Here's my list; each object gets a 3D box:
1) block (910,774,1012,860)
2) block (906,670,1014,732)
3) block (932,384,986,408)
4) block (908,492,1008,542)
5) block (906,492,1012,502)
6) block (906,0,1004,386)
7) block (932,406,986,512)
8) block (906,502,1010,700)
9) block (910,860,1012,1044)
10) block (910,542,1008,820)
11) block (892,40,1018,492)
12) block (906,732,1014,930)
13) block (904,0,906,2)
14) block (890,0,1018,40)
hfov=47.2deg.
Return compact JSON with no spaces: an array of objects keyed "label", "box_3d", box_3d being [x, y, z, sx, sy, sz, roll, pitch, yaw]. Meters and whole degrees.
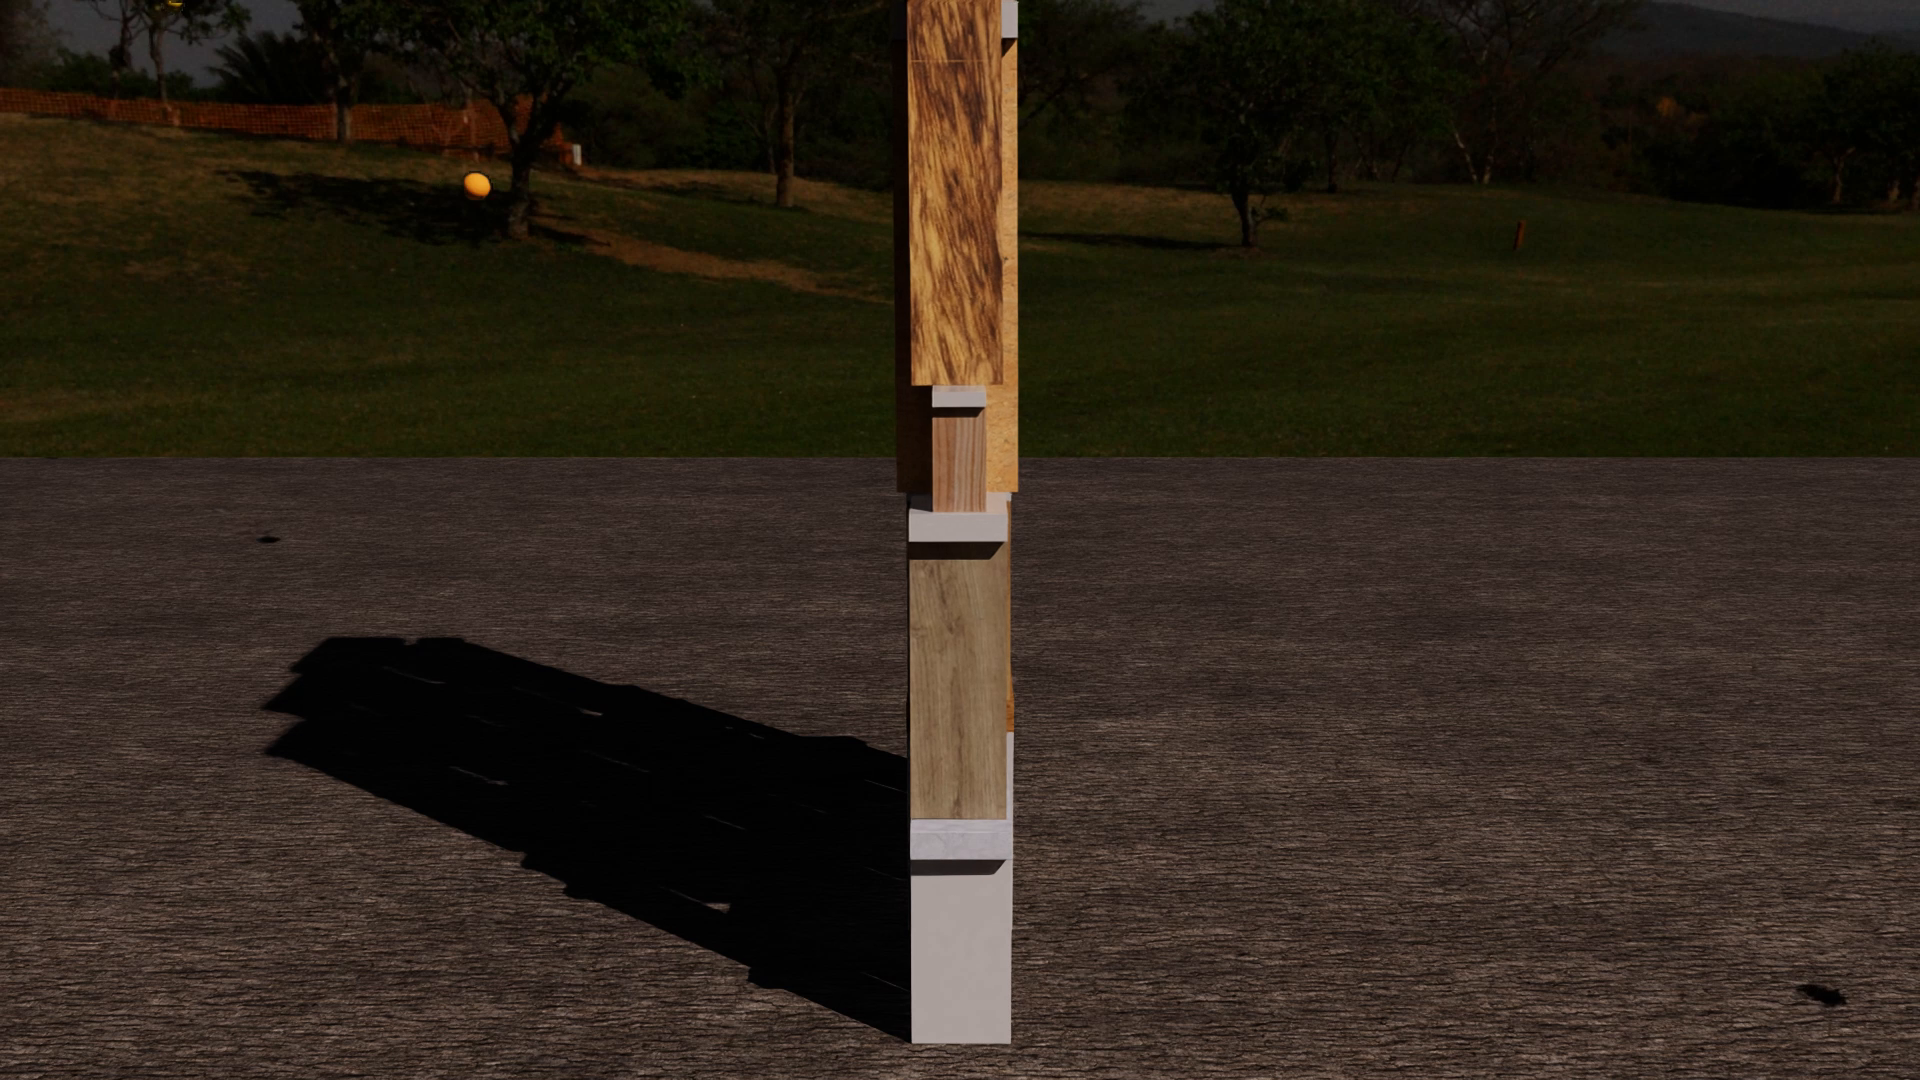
[{"label":"block","box_3d":[0.002,0.390,3.121,0.139,0.039,0.277,0,11,0]},{"label":"block","box_3d":[0.000,0.245,3.571,0.167,0.047,0.334,0,11,0]},{"label":"block","box_3d":[-0.001,-0.199,2.980,0.072,0.020,0.143,0,10,0]},{"label":"block","box_3d":[-0.002,-0.040,3.068,0.132,0.037,0.265,0,10,0]},{"label":"block","box_3d":[-0.002,-0.110,3.482,0.159,0.045,0.319,0,11,0]},{"label":"block","box_3d":[-0.007,-0.587,2.934,0.125,0.760,0.035,0,10,0]},{"label":"block","box_3d":[-0.001,-0.110,2.947,0.072,0.143,0.020,0,10,0]},{"label":"block","box_3d":[-0.002,0.088,3.411,0.159,0.319,0.045,0,11,0]},{"label":"block","box_3d":[0.002,0.562,3.059,0.139,0.277,0.039,0,11,0]},{"label":"block","box_3d":[-0.002,0.188,3.019,0.132,0.394,0.037,0,10,0]},{"label":"block","box_3d":[-0.005,-0.380,3.080,0.171,0.625,0.049,0,10,0]},{"label":"block","box_3d":[0.000,0.452,3.496,0.167,0.334,0.047,0,11,0]},{"label":"block","box_3d":[-0.005,-0.946,3.133,0.154,0.372,0.044,0,10,1]},{"label":"block","box_3d":[-0.007,-0.732,3.131,0.171,0.049,0.343,0,10,0]}]
